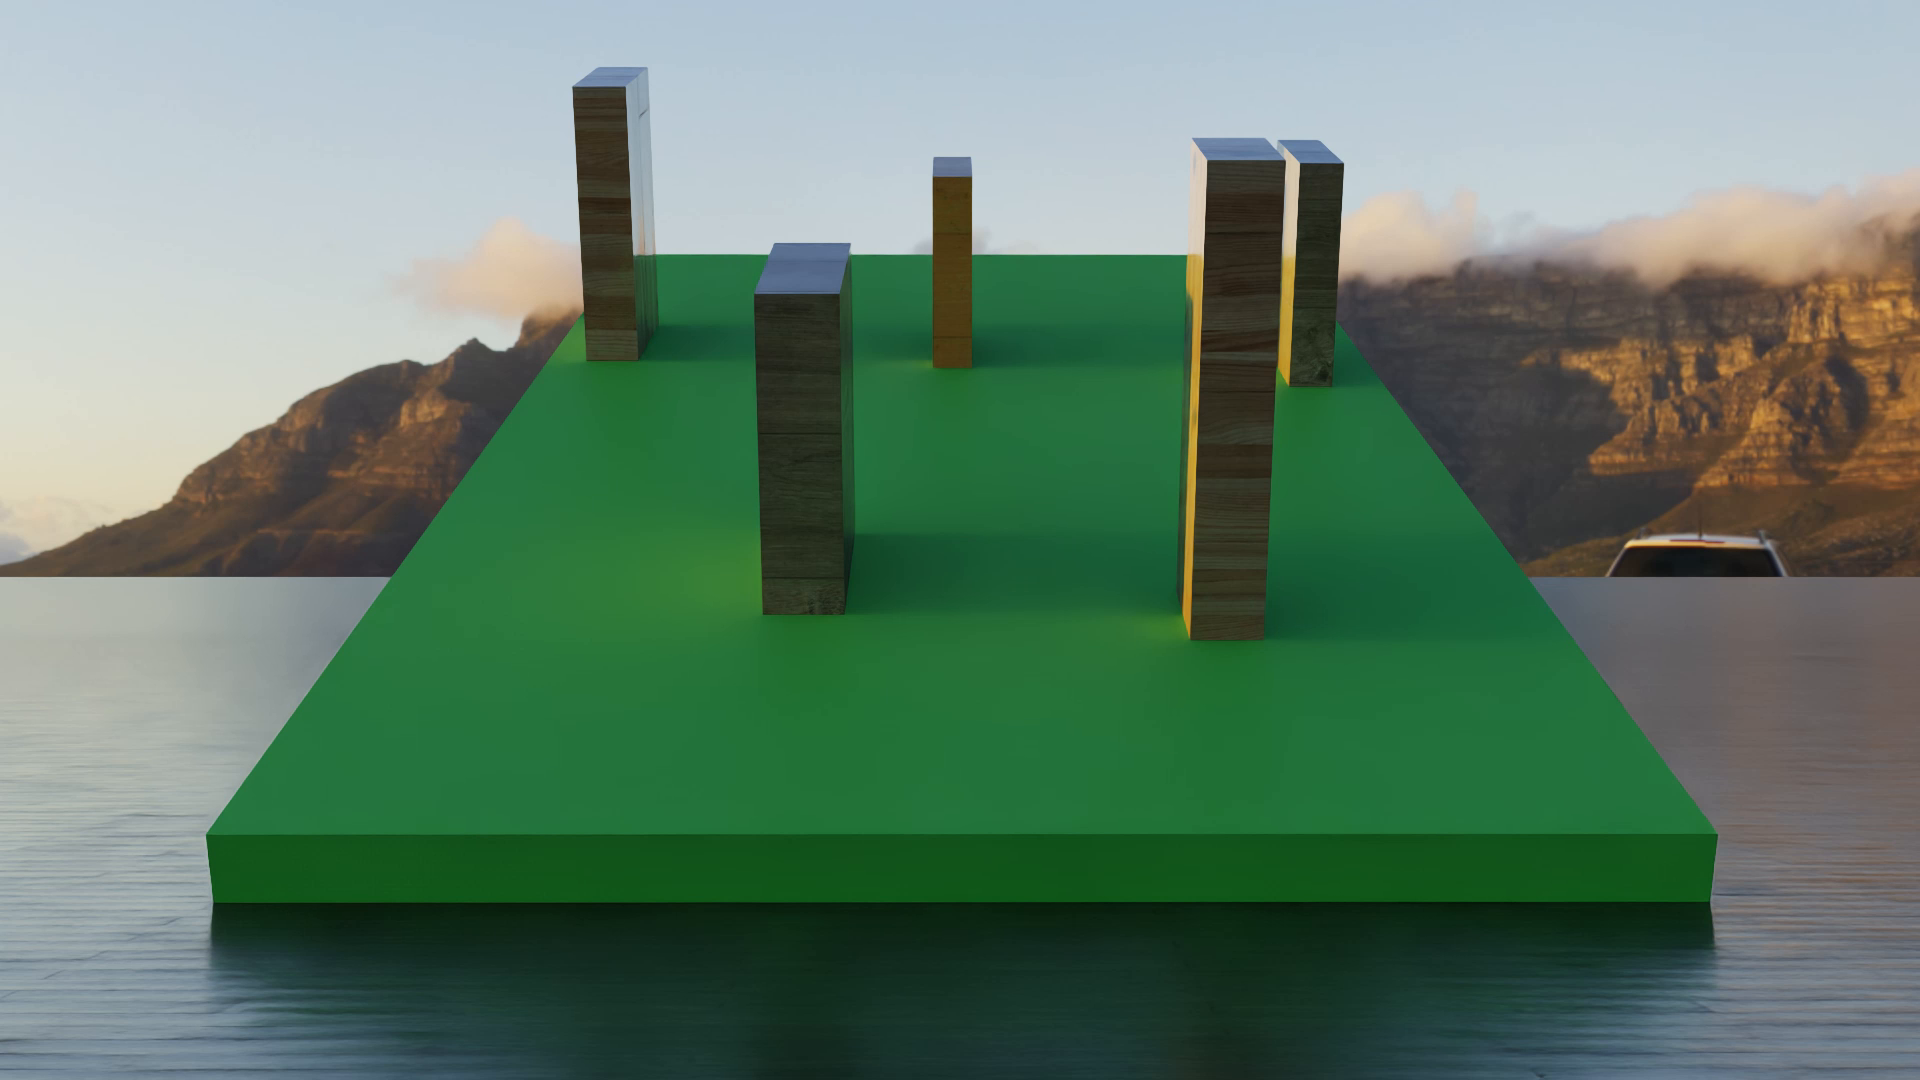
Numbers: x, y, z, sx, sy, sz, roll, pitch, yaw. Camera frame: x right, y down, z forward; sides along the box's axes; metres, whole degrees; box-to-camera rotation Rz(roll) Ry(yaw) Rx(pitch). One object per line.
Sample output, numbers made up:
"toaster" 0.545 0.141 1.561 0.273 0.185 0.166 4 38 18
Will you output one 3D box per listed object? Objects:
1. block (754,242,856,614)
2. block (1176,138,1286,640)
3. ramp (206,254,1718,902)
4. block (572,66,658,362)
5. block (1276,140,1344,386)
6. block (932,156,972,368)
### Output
"block" -0.263 -0.204 3.886 0.137 0.547 0.440 0 18 0
"block" 0.435 -0.245 3.642 0.120 0.780 0.240 0 18 0
"ramp" -0.004 -0.189 4.878 2.000 0.100 4.000 0 18 0
"block" -0.849 -0.814 5.556 0.125 0.662 0.407 0 18 0
"block" 0.819 -0.663 5.328 0.101 0.521 0.370 0 18 0
"block" -0.019 -0.684 5.483 0.094 0.461 0.313 0 18 0
